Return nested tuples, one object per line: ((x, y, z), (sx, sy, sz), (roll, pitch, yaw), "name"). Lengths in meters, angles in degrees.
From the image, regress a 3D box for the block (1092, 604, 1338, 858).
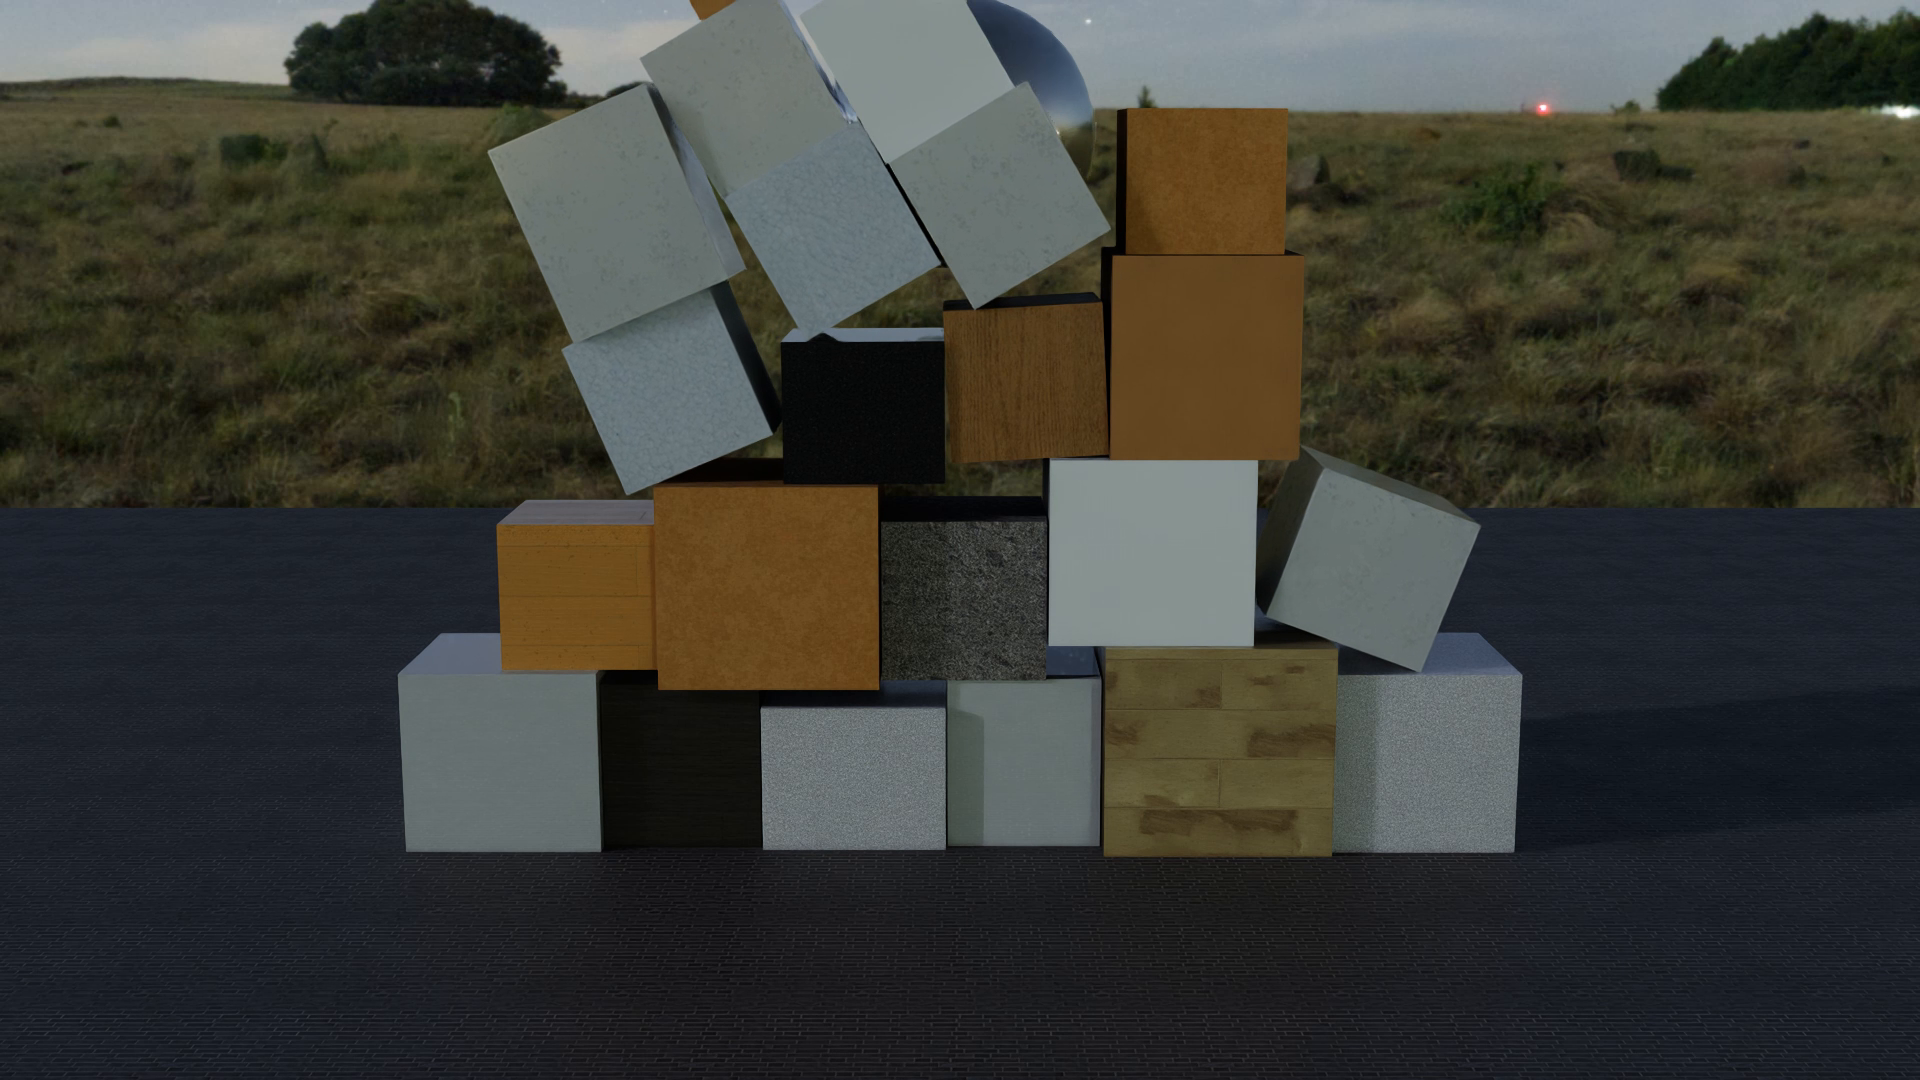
((1.279, 0.959, 11.335), (1.132, 1.058, 1.056), (0, 10, 0), "block")

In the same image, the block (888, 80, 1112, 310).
((0.192, -1.706, 10.855), (0.759, 0.806, 0.841), (-30, 9, 5), "block")

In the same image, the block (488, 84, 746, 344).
((-1.670, -1.621, 10.875), (0.816, 0.991, 0.847), (-22, 10, 4), "block")

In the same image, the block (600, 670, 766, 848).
((-1.391, 1.062, 11.367), (0.786, 0.843, 0.779), (0, 10, 0), "block")

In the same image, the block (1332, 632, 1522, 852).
((2.311, 1.028, 11.364), (0.913, 0.911, 0.947), (0, 10, 0), "block")

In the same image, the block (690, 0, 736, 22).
((-1.077, -2.906, 10.628), (0.662, 0.567, 0.612), (-30, 9, 5), "block")

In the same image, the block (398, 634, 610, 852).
((-2.280, 1.028, 11.358), (0.974, 0.913, 0.921), (0, 10, 0), "block")

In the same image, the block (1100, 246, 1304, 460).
((1.185, -0.951, 11.002), (0.911, 0.983, 0.911), (0, 10, 0), "block")

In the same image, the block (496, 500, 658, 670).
((-1.883, 0.216, 11.227), (0.785, 0.732, 0.755), (0, 10, 0), "block")

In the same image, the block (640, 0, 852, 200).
((-1.023, -2.187, 10.771), (0.703, 0.758, 0.713), (-29, 9, 5), "block")

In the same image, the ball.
((0.000, -2.415, 13.074), (1.600, 1.600, 1.600), (0, 10, 0), "ball")

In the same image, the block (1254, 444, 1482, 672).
((2.024, 0.073, 11.212), (0.824, 0.787, 0.890), (20, 10, -4), "block")

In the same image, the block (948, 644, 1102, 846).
((0.321, 1.048, 11.385), (0.765, 0.864, 0.775), (0, 10, 0), "block")

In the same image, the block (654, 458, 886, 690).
((-0.939, 0.151, 11.209), (1.084, 1.006, 1.008), (0, 10, 0), "block")

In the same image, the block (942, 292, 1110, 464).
((0.322, -0.824, 11.015), (0.770, 0.741, 0.736), (-3, 10, 1), "block")

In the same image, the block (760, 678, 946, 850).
((-0.529, 1.117, 11.379), (0.916, 0.731, 0.863), (0, 10, 0), "block")

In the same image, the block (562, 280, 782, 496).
((-1.419, -0.787, 11.057), (0.780, 0.777, 0.777), (-22, 10, 4), "block")

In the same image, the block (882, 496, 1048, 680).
((0.020, 0.233, 11.223), (0.813, 0.798, 0.790), (0, 10, 0), "block")

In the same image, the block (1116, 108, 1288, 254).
((1.178, -1.776, 10.862), (0.763, 0.690, 0.713), (0, 10, 0), "block")

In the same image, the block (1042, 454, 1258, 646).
((0.939, -0.020, 11.194), (1.005, 0.918, 0.984), (0, 10, 0), "block")

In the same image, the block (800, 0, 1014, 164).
((-0.249, -2.369, 10.735), (0.709, 0.802, 0.768), (-30, 9, 5), "block")

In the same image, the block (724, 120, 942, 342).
((-0.611, -1.543, 10.882), (0.749, 0.786, 0.740), (-29, 9, 5), "block")

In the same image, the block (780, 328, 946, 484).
((-0.467, -0.684, 11.037), (0.788, 0.694, 0.780), (0, 10, 0), "block")
